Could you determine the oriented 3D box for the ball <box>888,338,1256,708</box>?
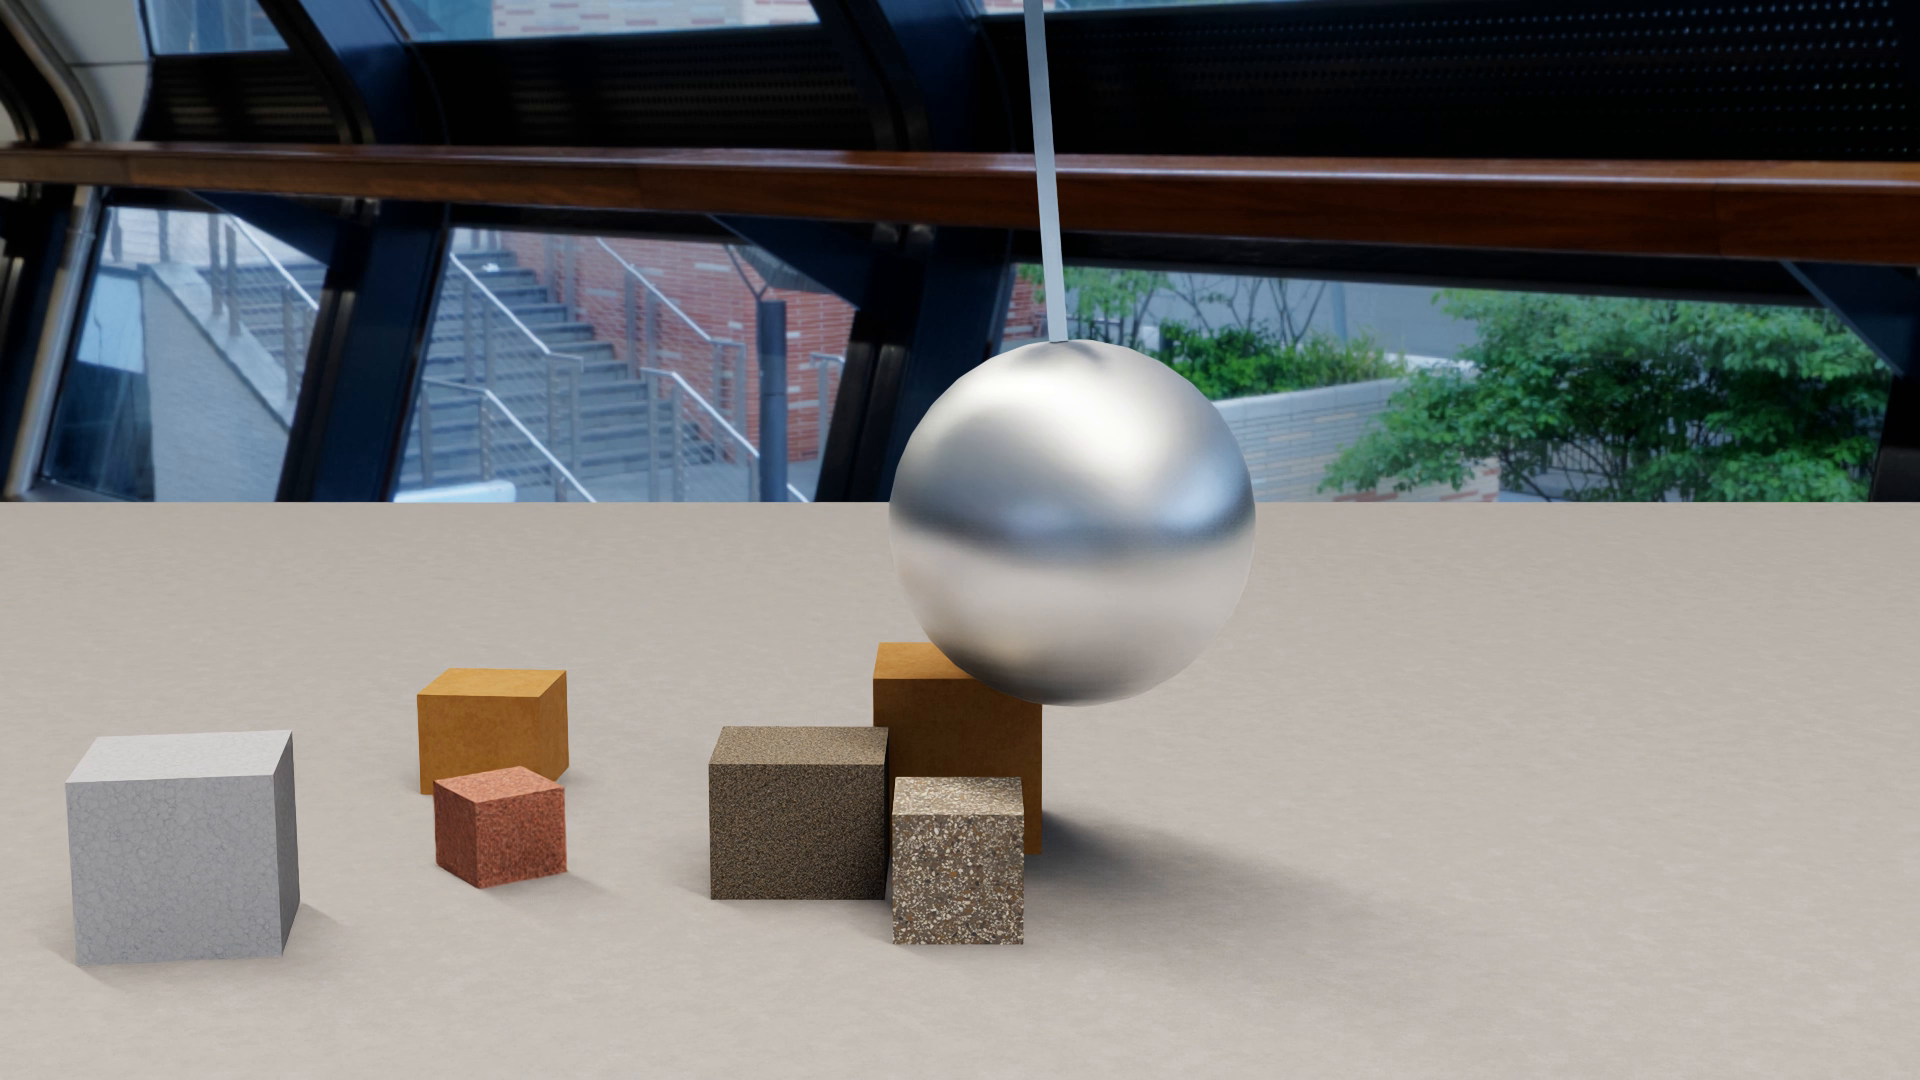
[{"bbox_3d":[0.487,-0.073,11.167,1.600,1.600,1.600,0,10,0],"label":"ball"}]

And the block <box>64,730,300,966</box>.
[{"bbox_3d":[-3.178,1.252,10.561,0.796,0.757,0.716,-2,10,-8],"label":"block"}]

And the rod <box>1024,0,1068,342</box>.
[{"bbox_3d":[0.211,-3.407,10.561,0.080,5.200,0.080,-5,10,1],"label":"rod"}]

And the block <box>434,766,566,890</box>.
[{"bbox_3d":[-2.053,1.277,11.451,0.431,0.390,0.432,-7,13,-35],"label":"block"}]

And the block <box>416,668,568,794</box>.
[{"bbox_3d":[-2.335,0.960,12.873,0.608,0.506,0.572,1,10,5],"label":"block"}]

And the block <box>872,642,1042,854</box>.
[{"bbox_3d":[-0.008,0.961,11.985,0.764,0.821,0.744,0,10,0],"label":"block"}]

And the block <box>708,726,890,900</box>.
[{"bbox_3d":[-0.697,1.195,11.310,0.748,0.603,0.646,0,10,0],"label":"block"}]

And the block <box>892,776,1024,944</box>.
[{"bbox_3d":[-0.007,1.331,10.706,0.533,0.550,0.565,0,10,0],"label":"block"}]
